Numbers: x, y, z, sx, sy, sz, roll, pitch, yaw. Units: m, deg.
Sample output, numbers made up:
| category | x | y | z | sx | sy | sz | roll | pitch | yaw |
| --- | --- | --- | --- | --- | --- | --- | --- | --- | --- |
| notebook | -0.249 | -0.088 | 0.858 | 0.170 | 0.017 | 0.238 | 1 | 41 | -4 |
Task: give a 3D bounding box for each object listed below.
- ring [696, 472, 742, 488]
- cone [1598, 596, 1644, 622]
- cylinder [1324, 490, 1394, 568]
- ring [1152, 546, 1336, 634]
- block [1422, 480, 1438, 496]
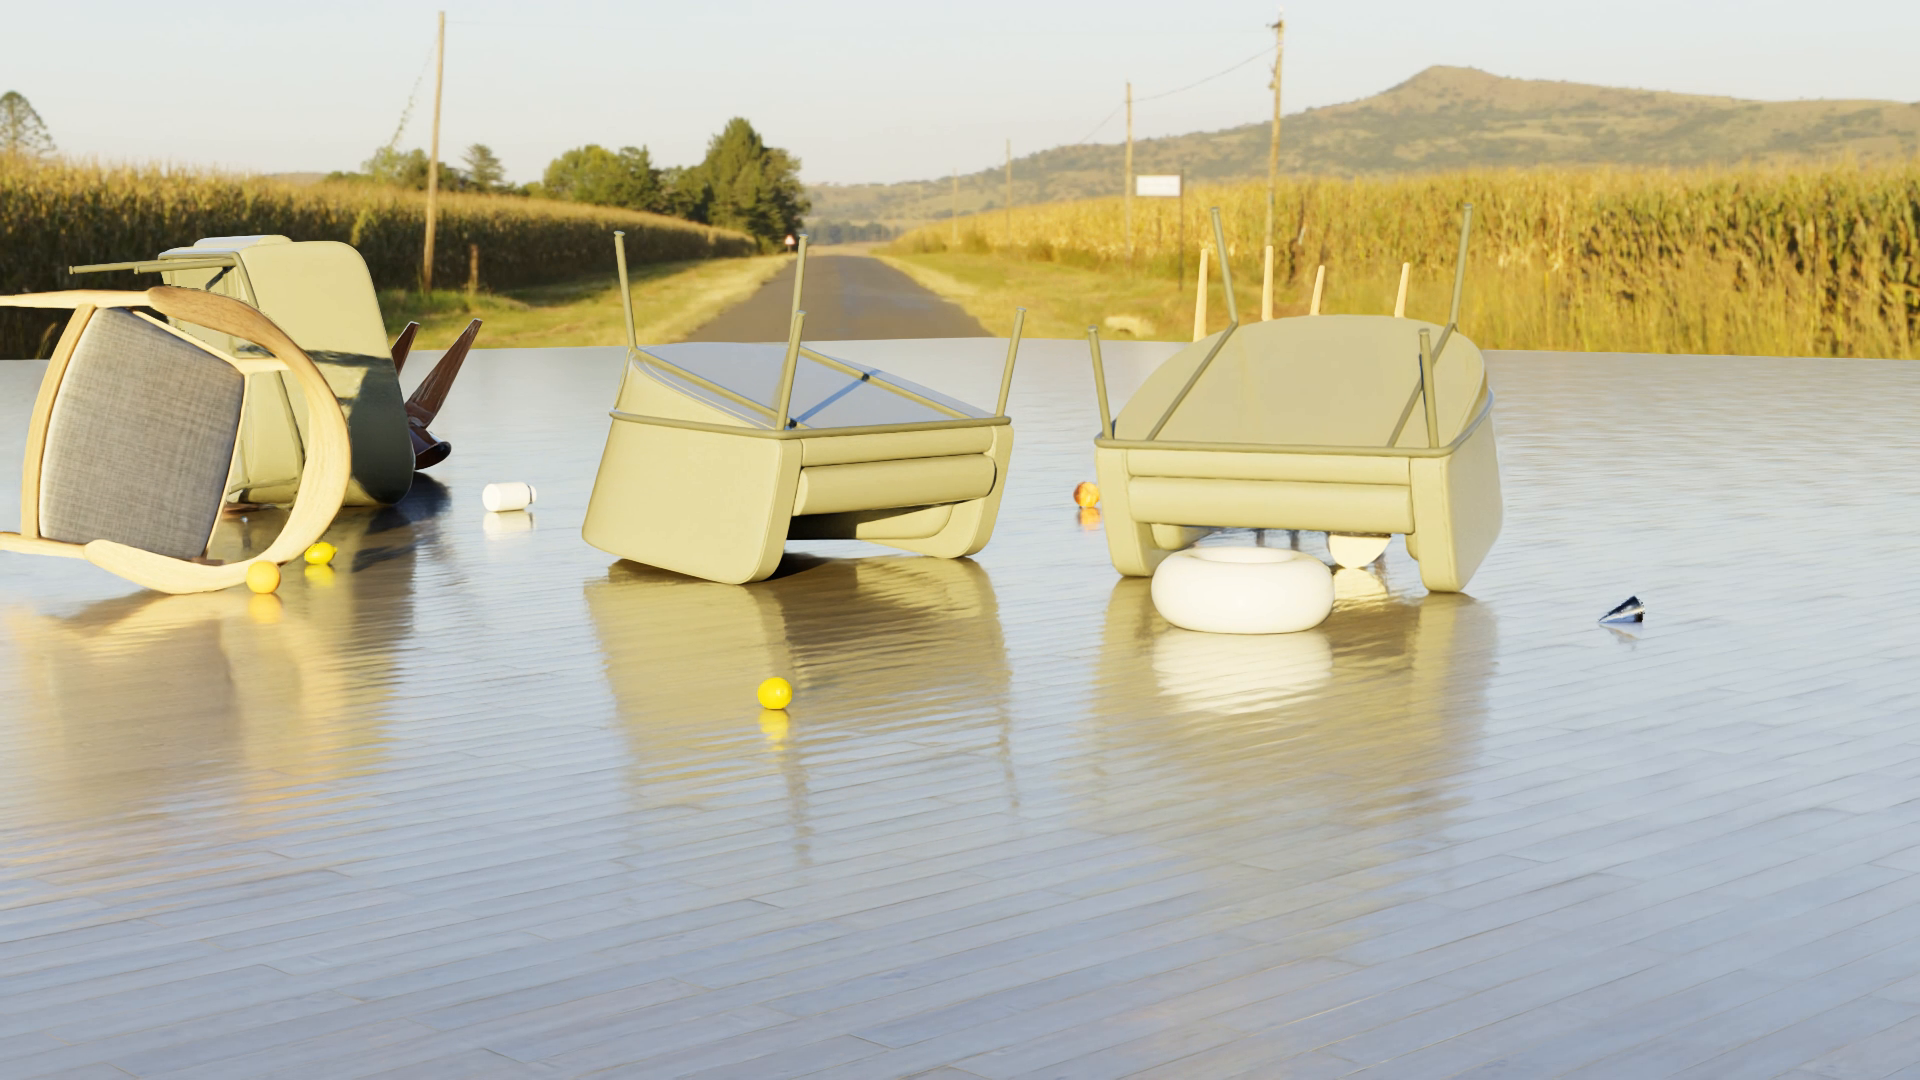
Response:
| category | x | y | z | sx | sy | sz | roll | pitch | yaw |
| --- | --- | --- | --- | --- | --- | --- | --- | --- | --- |
| ring | -0.752 | -0.189 | 8.030 | 0.145 | 0.046 | 0.083 | 1 | 4 | 3 |
| cone | 1.251 | 0.144 | 4.889 | 0.085 | 0.054 | 0.053 | -18 | 10 | -2 |
| cylinder | 0.912 | -0.027 | 5.860 | 0.128 | 0.180 | 0.148 | 33 | 7 | 0 |
| ring | 0.535 | 0.094 | 4.853 | 0.348 | 0.135 | 0.345 | 6 | 9 | 35 |
| block | 1.412 | -0.157 | 7.715 | 0.037 | 0.044 | 0.035 | 3 | 7 | 30 |
